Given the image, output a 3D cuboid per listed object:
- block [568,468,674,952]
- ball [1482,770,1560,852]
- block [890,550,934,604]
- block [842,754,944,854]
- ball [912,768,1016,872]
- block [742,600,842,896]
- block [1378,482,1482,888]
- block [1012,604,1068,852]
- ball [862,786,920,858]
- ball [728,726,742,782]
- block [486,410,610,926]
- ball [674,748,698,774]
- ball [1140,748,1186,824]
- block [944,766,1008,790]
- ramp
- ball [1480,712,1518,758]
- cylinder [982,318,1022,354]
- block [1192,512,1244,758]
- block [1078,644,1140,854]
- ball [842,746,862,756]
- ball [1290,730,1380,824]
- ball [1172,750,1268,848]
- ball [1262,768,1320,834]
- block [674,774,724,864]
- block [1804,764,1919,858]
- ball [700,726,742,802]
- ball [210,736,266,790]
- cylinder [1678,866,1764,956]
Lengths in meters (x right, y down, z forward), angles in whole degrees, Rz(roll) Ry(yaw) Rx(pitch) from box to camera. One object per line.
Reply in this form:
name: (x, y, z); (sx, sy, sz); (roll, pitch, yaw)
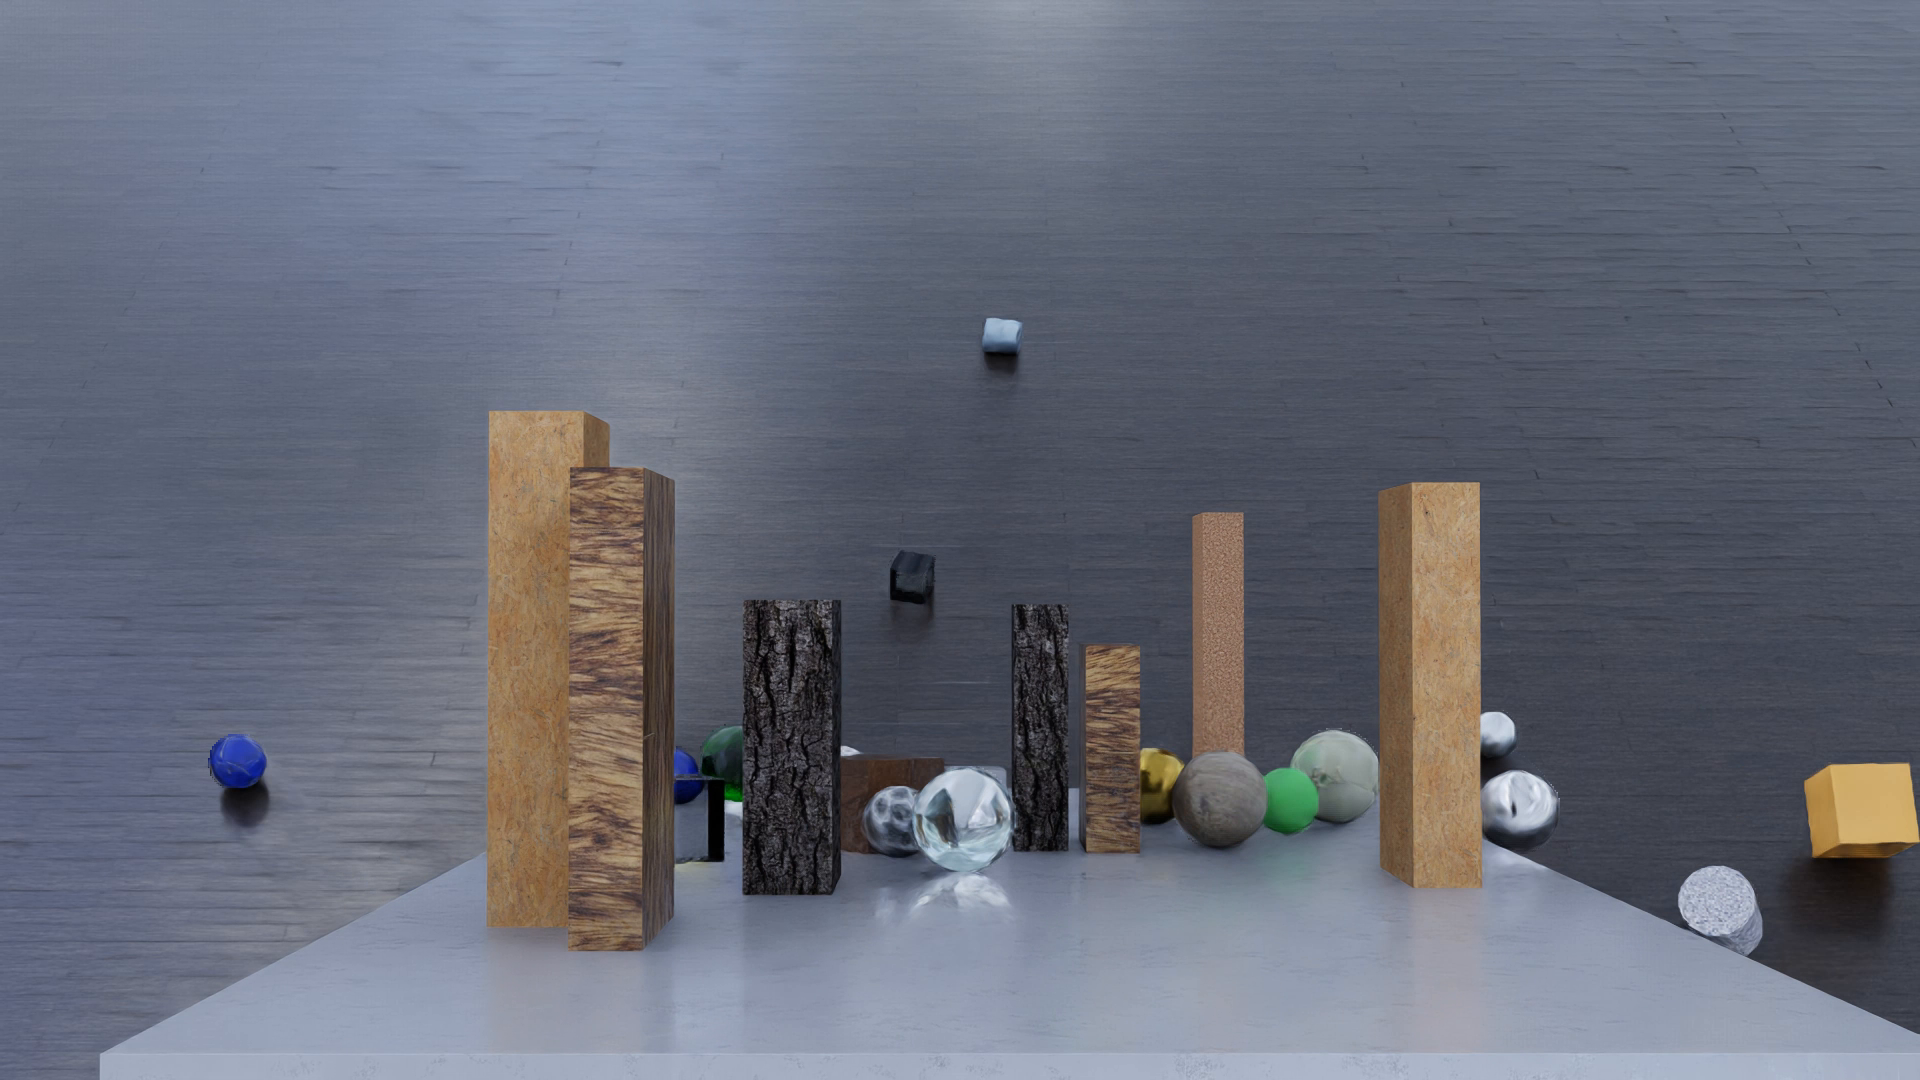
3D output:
block: (-0.494, 0.240, 3.823); (0.103, 0.674, 0.403); (0, -1, 0)
ball: (1.245, 0.606, 5.798); (0.183, 0.183, 0.183); (0, 34, 0)
block: (-0.141, 0.110, 7.643); (0.105, 0.105, 0.105); (9, 35, 13)
block: (-0.157, 0.520, 5.136); (0.180, 0.180, 0.180); (1, -2, -36)
ball: (0.008, 0.504, 4.677); (0.188, 0.188, 0.188); (0, 34, 0)
block: (-0.287, 0.348, 4.480); (0.149, 0.490, 0.334); (0, -1, 0)
block: (0.828, 0.251, 4.594); (0.116, 0.690, 0.353); (0, -1, 0)
block: (0.159, 0.370, 5.206); (0.106, 0.482, 0.271); (0, -1, 0)
ball: (-0.117, 0.536, 4.939); (0.138, 0.138, 0.138); (0, 34, 0)
ball: (-0.521, 0.560, 6.804); (0.179, 0.179, 0.179); (0, 34, 0)
block: (-0.637, 0.196, 4.038); (0.142, 0.773, 0.290); (0, -1, 0)
ball: (-0.701, 0.571, 6.293); (0.134, 0.134, 0.134); (0, 34, 0)
ball: (0.422, 0.538, 5.679); (0.169, 0.169, 0.169); (0, 34, 0)
block: (0.013, 0.536, 5.236); (0.151, 0.151, 0.151); (0, -1, -4)
ramp: (0.075, 0.651, 4.788); (2.000, 0.100, 4.000); (0, -1, 0)
ball: (1.441, 0.526, 7.006); (0.126, 0.126, 0.126); (0, 34, 0)
cylinder: (0.144, -0.693, 8.827); (0.114, 0.114, 0.114); (7, 35, 9)
block: (0.600, 0.286, 6.041); (0.093, 0.690, 0.263); (0, -1, 0)
block: (0.297, 0.409, 5.177); (0.105, 0.402, 0.294); (0, -1, 0)
ball: (-0.291, 0.583, 6.553); (0.122, 0.122, 0.122); (0, 34, 0)
ball: (0.826, 0.522, 5.718); (0.203, 0.203, 0.203); (0, 34, 0)
ball: (0.517, 0.514, 5.156); (0.191, 0.191, 0.191); (0, 34, 0)
ball: (0.687, 0.548, 5.465); (0.138, 0.138, 0.138); (0, 34, 0)
block: (-0.543, 0.527, 4.911); (0.154, 0.154, 0.154); (1, -2, -24)
block: (2.297, 0.692, 6.618); (0.201, 0.201, 0.201); (-1, 73, -1)
ball: (-0.543, 0.546, 6.347); (0.186, 0.186, 0.186); (0, 34, 0)
ball: (-1.917, 0.591, 6.896); (0.141, 0.141, 0.141); (0, 34, 0)
cylinder: (1.854, 0.911, 6.324); (0.179, 0.179, 0.179); (-11, 57, 18)
